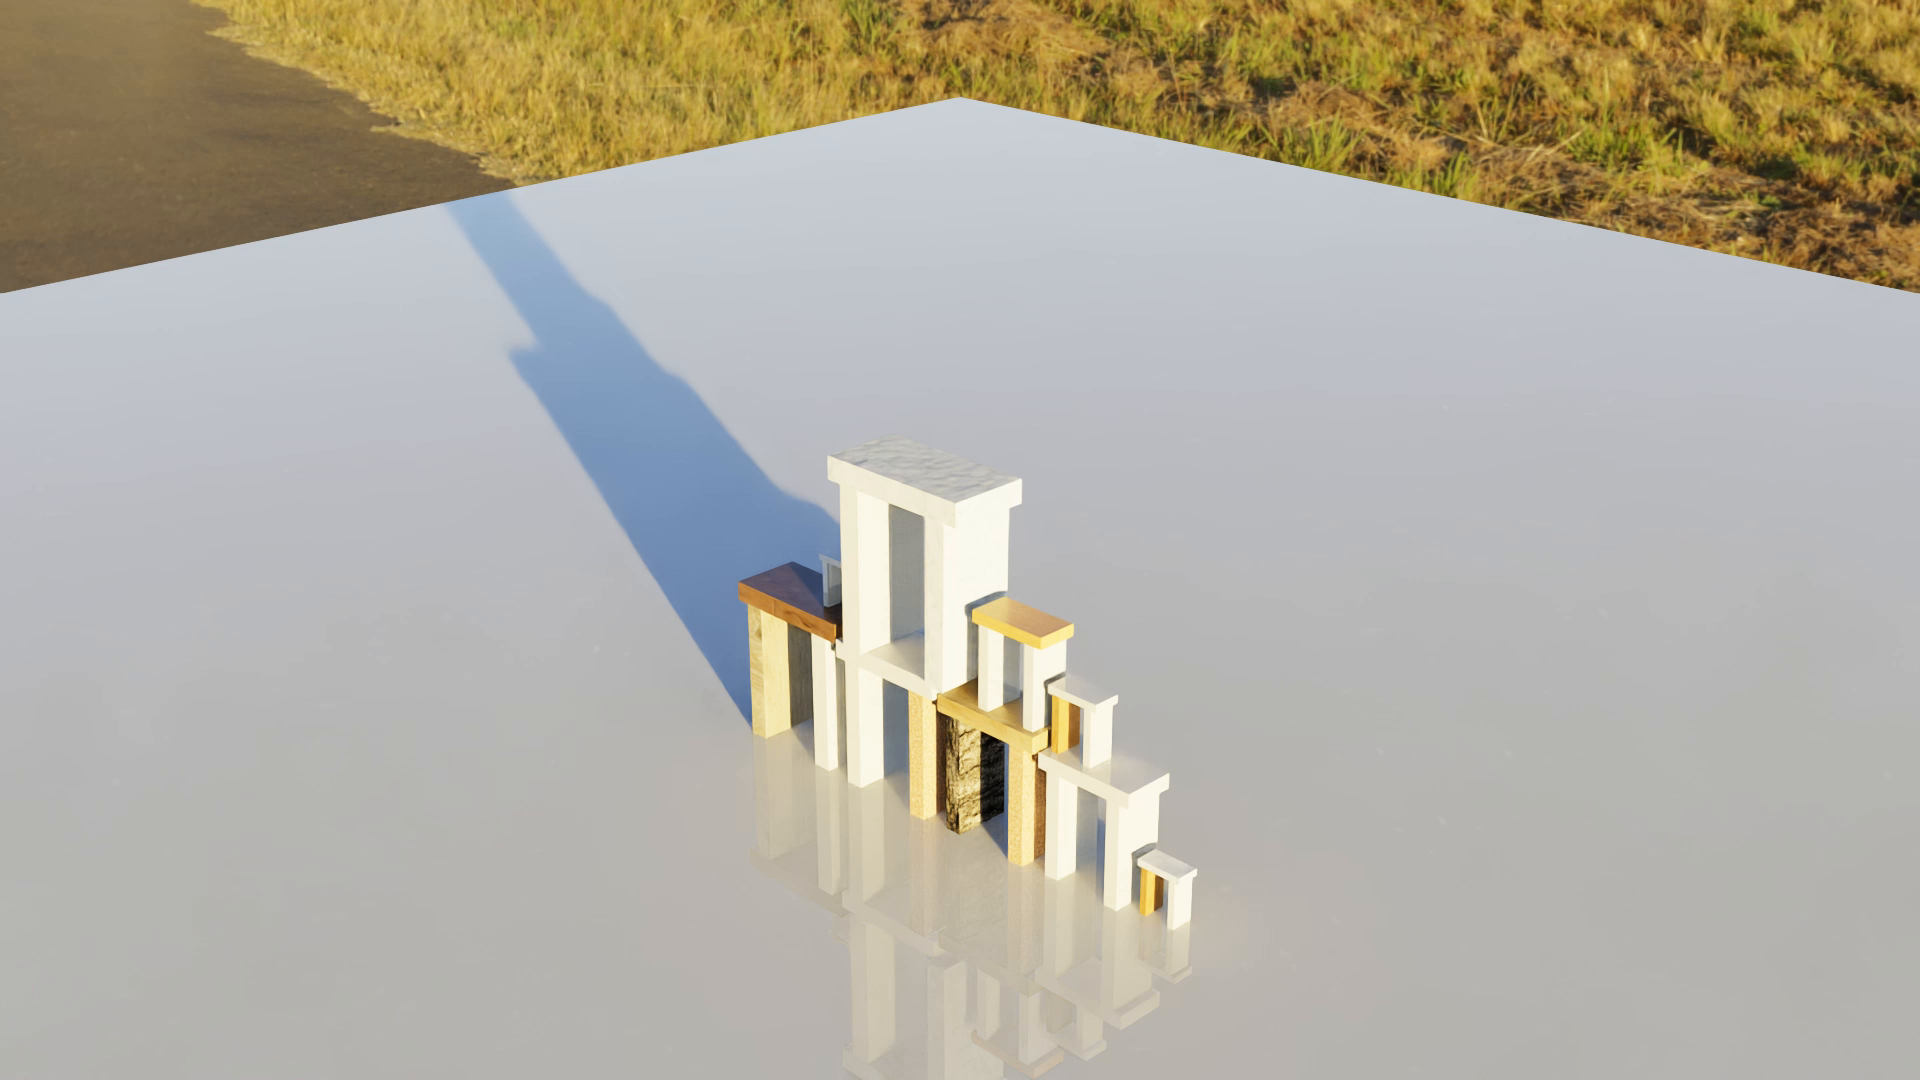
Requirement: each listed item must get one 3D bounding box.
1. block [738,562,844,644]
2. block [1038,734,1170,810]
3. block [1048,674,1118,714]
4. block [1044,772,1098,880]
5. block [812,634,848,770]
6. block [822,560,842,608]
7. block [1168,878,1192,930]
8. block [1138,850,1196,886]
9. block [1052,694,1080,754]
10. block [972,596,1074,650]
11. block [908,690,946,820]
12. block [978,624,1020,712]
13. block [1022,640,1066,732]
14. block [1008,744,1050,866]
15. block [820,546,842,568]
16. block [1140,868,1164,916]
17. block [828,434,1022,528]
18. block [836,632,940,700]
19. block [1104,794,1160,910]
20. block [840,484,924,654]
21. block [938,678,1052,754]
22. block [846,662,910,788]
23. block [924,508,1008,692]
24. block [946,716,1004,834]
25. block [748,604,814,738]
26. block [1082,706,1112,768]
[{"bbox_3d":[-0.309,0.129,4.620,0.305,0.043,0.153,21,31,41],"label":"block"},{"bbox_3d":[0.268,0.432,4.123,0.226,0.032,0.113,21,31,41],"label":"block"},{"bbox_3d":[0.229,0.287,4.097,0.120,0.017,0.060,21,31,41],"label":"block"},{"bbox_3d":[0.215,0.530,4.223,0.032,0.226,0.113,21,31,41],"label":"block"},{"bbox_3d":[-0.237,0.317,4.622,0.043,0.305,0.153,21,31,41],"label":"block"},{"bbox_3d":[-0.259,0.084,4.542,0.014,0.101,0.050,21,31,41],"label":"block"},{"bbox_3d":[0.406,0.666,4.063,0.014,0.100,0.050,21,31,41],"label":"block"},{"bbox_3d":[0.383,0.604,4.063,0.100,0.014,0.050,21,31,41],"label":"block"},{"bbox_3d":[0.200,0.338,4.150,0.017,0.120,0.060,21,31,41],"label":"block"},{"bbox_3d":[0.118,0.157,4.158,0.177,0.025,0.089,21,31,40],"label":"block"},{"bbox_3d":[-0.038,0.411,4.435,0.040,0.279,0.139,21,31,41],"label":"block"},{"bbox_3d":[0.076,0.234,4.236,0.025,0.177,0.089,21,31,41],"label":"block"},{"bbox_3d":[0.160,0.266,4.159,0.089,0.177,0.025,-21,31,-41],"label":"block"},{"bbox_3d":[0.152,0.494,4.270,0.036,0.256,0.128,21,31,41],"label":"block"},{"bbox_3d":[-0.235,0.040,4.498,0.101,0.014,0.050,21,31,41],"label":"block"},{"bbox_3d":[0.359,0.648,4.107,0.014,0.100,0.050,21,31,41],"label":"block"},{"bbox_3d":[-0.071,-0.117,4.250,0.355,0.050,0.177,21,31,41],"label":"block"},{"bbox_3d":[-0.104,0.239,4.433,0.279,0.040,0.139,21,31,40],"label":"block"},{"bbox_3d":[0.322,0.571,4.125,0.032,0.226,0.113,21,31,41],"label":"block"},{"bbox_3d":[-0.155,0.035,4.408,0.050,0.355,0.177,21,31,40],"label":"block"},{"bbox_3d":[0.092,0.336,4.268,0.256,0.036,0.128,21,31,41],"label":"block"},{"bbox_3d":[-0.170,0.360,4.556,0.040,0.279,0.139,21,31,41],"label":"block"},{"bbox_3d":[0.013,0.101,4.253,0.050,0.355,0.177,22,31,40],"label":"block"},{"bbox_3d":[0.031,0.447,4.381,0.036,0.256,0.128,21,31,41],"label":"block"},{"bbox_3d":[-0.381,0.261,4.755,0.043,0.305,0.153,21,31,41],"label":"block"},{"bbox_3d":[0.257,0.360,4.098,0.017,0.120,0.060,21,31,41],"label":"block"}]
